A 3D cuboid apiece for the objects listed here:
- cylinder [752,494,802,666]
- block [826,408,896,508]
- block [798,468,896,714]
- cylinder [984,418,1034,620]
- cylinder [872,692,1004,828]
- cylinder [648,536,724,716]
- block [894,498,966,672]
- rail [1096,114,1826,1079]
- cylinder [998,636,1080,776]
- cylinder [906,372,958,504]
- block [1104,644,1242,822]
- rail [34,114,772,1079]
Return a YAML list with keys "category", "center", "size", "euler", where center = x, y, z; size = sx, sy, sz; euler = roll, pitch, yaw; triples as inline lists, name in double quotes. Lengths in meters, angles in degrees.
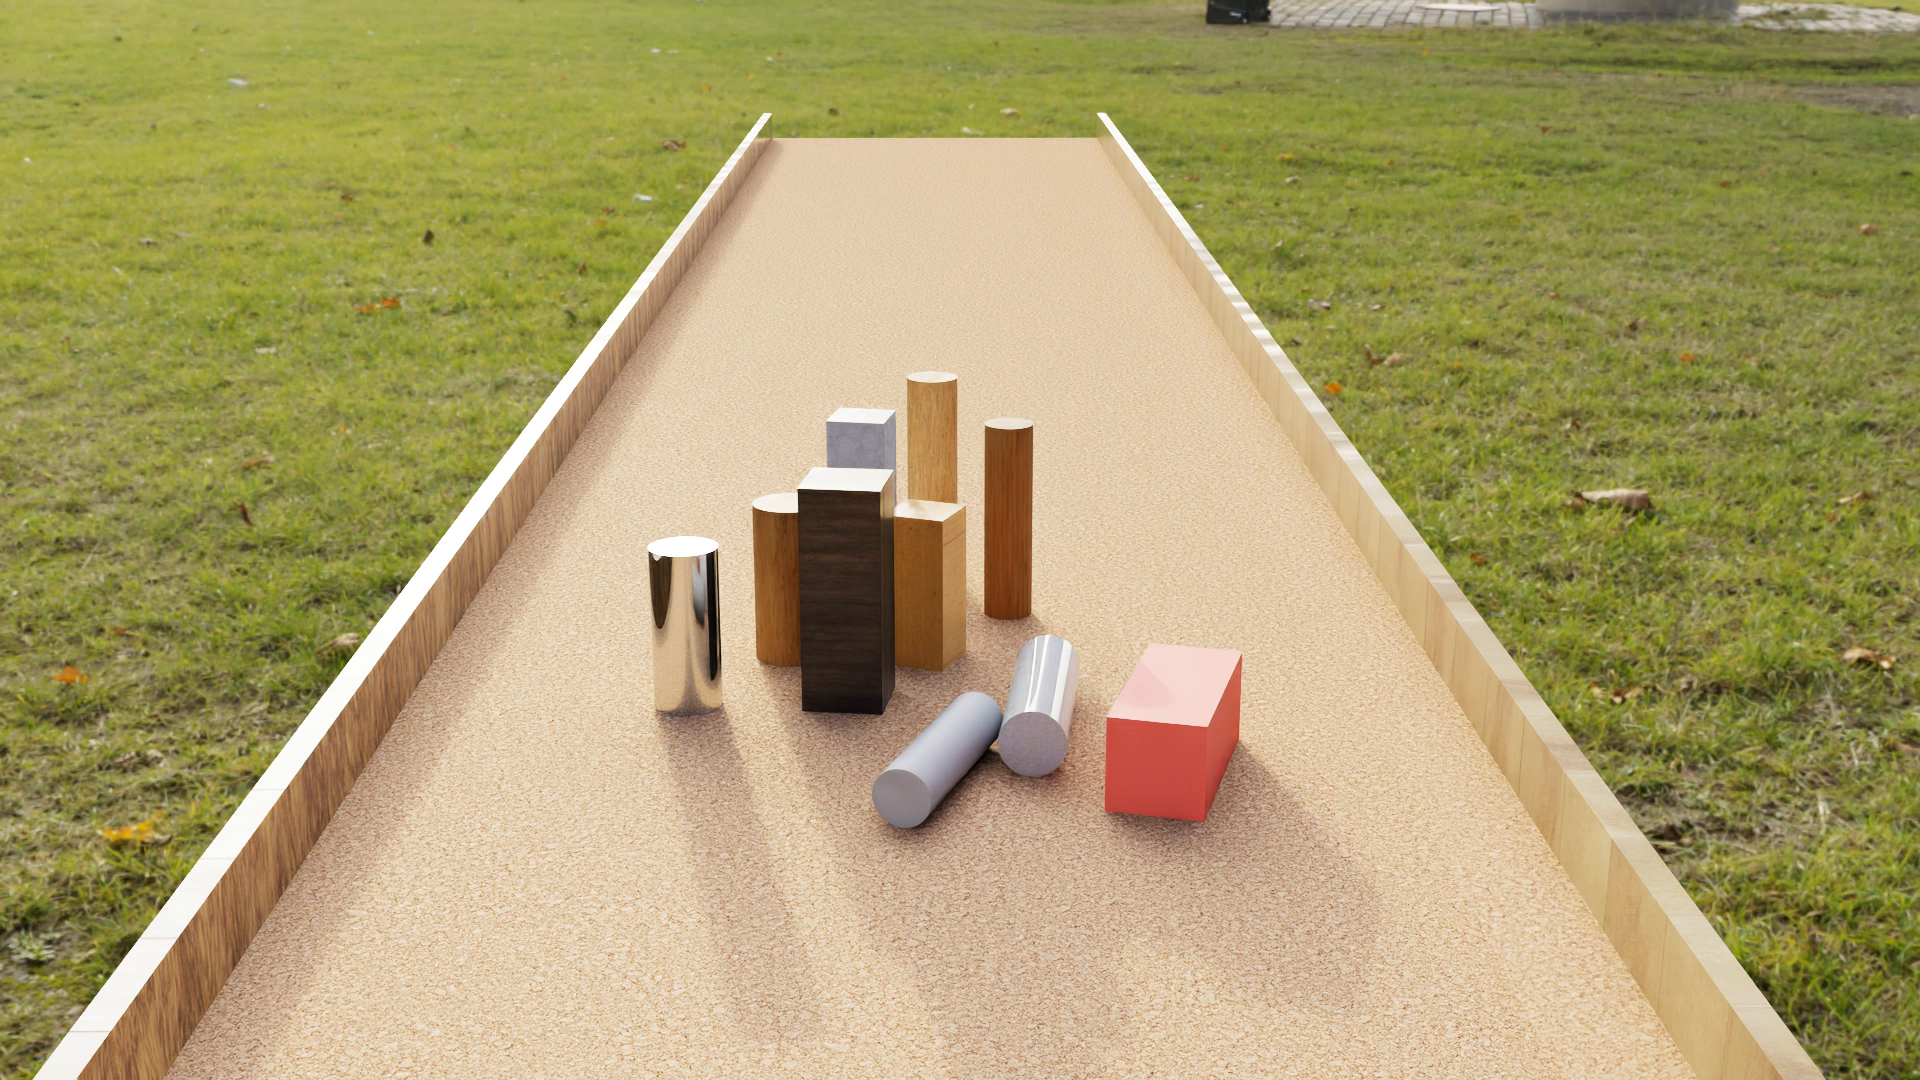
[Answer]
- category: "cylinder"
  center: [-0.339, 0.079, 4.401]
  size: [0.145, 0.319, 0.145]
  euler: [0, 17, 0]
- category: "block"
  center: [-0.204, -0.045, 4.601]
  size: [0.120, 0.442, 0.120]
  euler: [3, 17, 10]
- category: "block"
  center: [-0.212, 0.095, 4.144]
  size: [0.153, 0.435, 0.153]
  euler: [2, 17, 7]
- category: "cylinder"
  center: [0.102, -0.044, 4.647]
  size: [0.102, 0.415, 0.102]
  euler: [0, 17, 0]
- category: "cylinder"
  center: [-0.033, 0.374, 3.788]
  size: [0.104, 0.104, 0.381]
  euler: [6, 17, 18]
- category: "cylinder"
  center: [-0.515, 0.162, 4.134]
  size: [0.130, 0.313, 0.130]
  euler: [0, 17, 0]
- category: "block"
  center: [-0.069, 0.089, 4.383]
  size: [0.125, 0.310, 0.125]
  euler: [6, 18, 21]
- category: "rail"
  center: [0.932, -0.844, 7.801]
  size: [0.050, 0.150, 12.000]
  euler: [0, 17, -1]
- category: "cylinder"
  center: [0.148, 0.297, 4.015]
  size: [0.122, 0.122, 0.407]
  euler: [2, 17, 6]
- category: "cylinder"
  center: [-0.061, -0.139, 4.893]
  size: [0.111, 0.457, 0.111]
  euler: [0, 17, 0]
- category: "block"
  center: [0.376, 0.328, 3.828]
  size: [0.169, 0.169, 0.385]
  euler: [5, 17, 15]
- category: "rail"
  center: [-1.118, -0.838, 7.780]
  size: [0.050, 0.150, 12.000]
  euler: [0, 17, -1]
